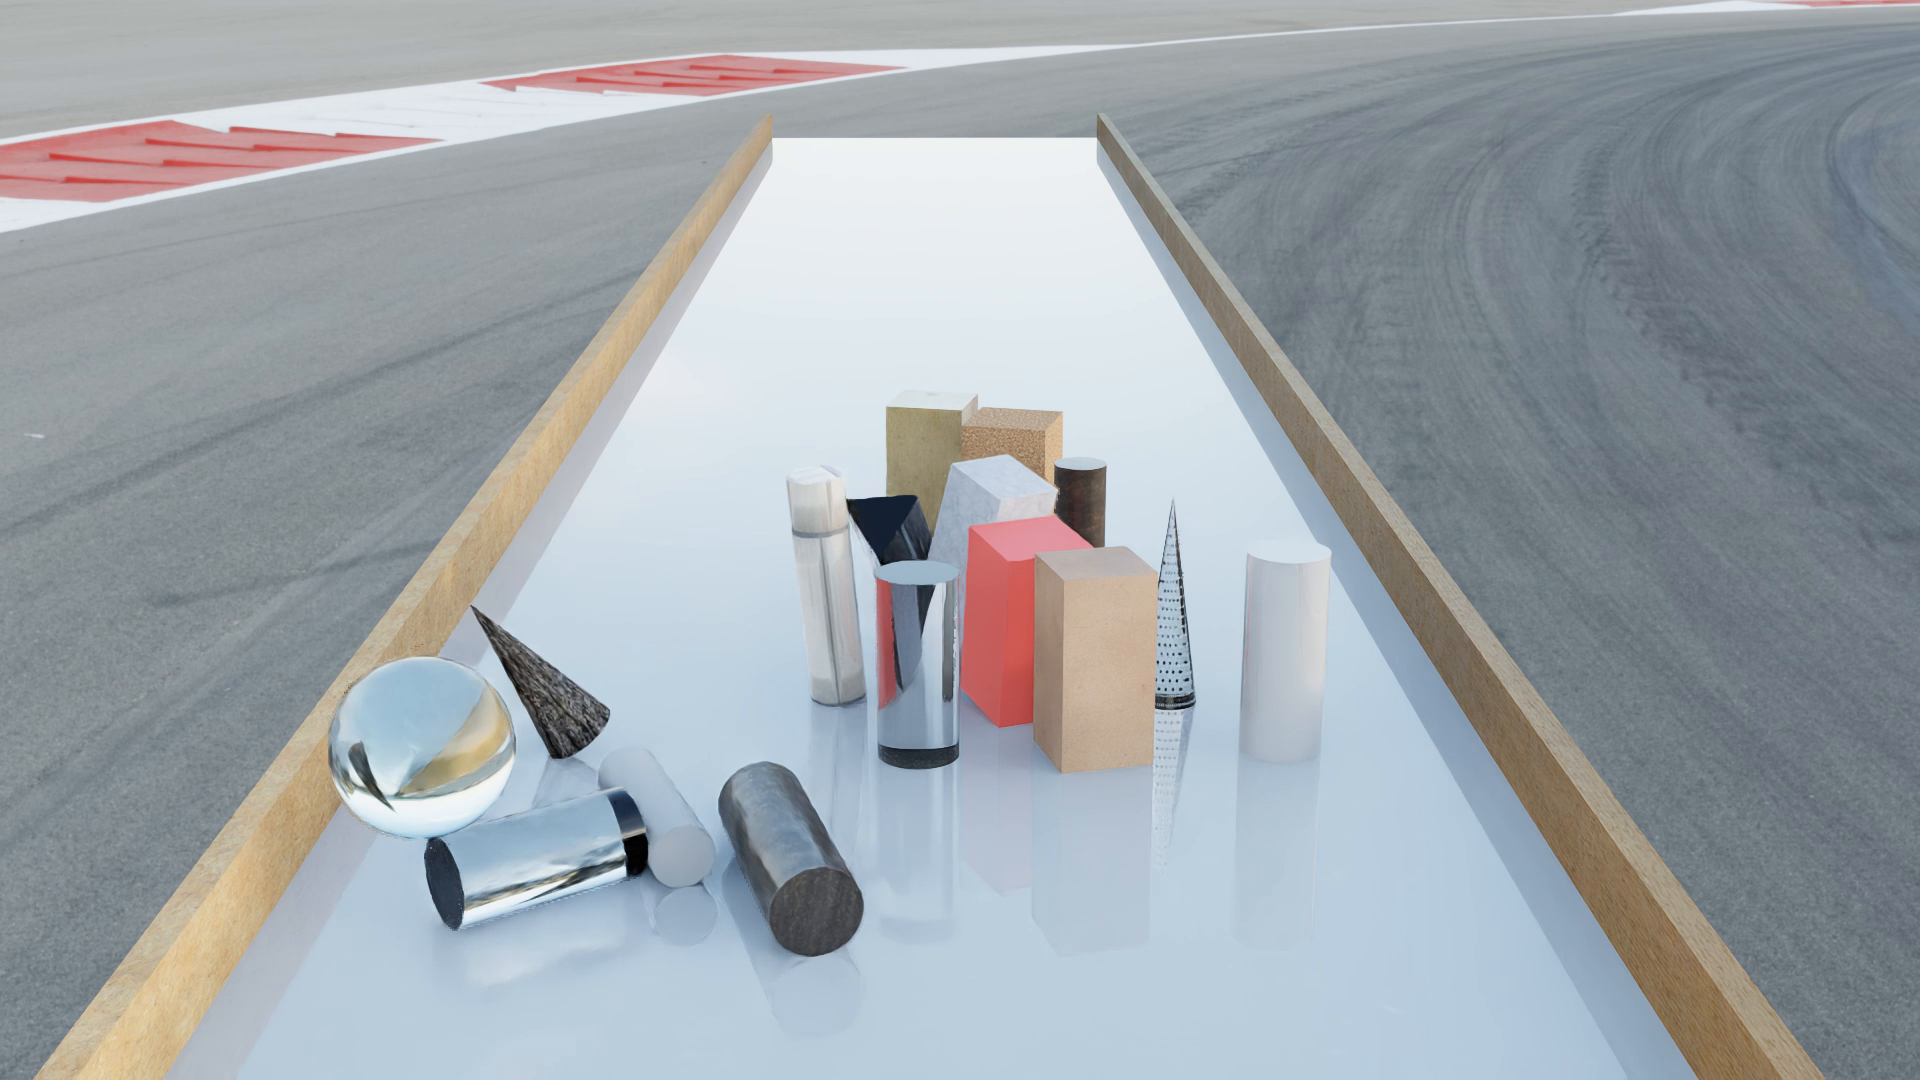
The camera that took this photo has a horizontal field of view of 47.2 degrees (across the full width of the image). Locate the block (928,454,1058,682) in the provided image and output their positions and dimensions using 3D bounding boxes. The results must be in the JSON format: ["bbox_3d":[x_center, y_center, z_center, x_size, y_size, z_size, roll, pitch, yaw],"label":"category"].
[{"bbox_3d":[0.039,0.056,4.265,0.147,0.409,0.147,-11,37,-41],"label":"block"}]

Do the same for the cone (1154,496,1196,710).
[{"bbox_3d":[0.396,0.110,4.142,0.111,0.409,0.111,0,17,0],"label":"cone"}]

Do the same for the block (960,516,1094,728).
[{"bbox_3d":[0.126,0.150,4.104,0.177,0.334,0.177,-7,25,-23],"label":"block"}]

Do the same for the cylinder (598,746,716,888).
[{"bbox_3d":[-0.494,0.443,3.556,0.104,0.104,0.356,-7,18,-21],"label":"cylinder"}]

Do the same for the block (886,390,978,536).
[{"bbox_3d":[-0.060,-0.107,4.857,0.168,0.416,0.168,4,17,12],"label":"block"}]

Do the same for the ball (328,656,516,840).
[{"bbox_3d":[-0.793,0.305,3.244,0.270,0.270,0.270,0,17,0],"label":"ball"}]

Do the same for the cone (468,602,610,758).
[{"bbox_3d":[-0.764,0.226,3.868,0.132,0.323,0.132,-27,27,16],"label":"cone"}]

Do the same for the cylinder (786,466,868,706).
[{"bbox_3d":[-0.250,0.088,4.136,0.107,0.445,0.107,-4,20,2],"label":"cylinder"}]

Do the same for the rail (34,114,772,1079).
[{"bbox_3d":[-1.118,-0.838,7.780,0.050,0.150,12.000,0,17,-1],"label":"rail"}]

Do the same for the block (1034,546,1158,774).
[{"bbox_3d":[0.238,0.210,3.899,0.170,0.355,0.170,-4,17,-15],"label":"block"}]

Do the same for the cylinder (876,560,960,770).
[{"bbox_3d":[-0.074,0.220,3.890,0.146,0.340,0.146,0,17,0],"label":"cylinder"}]

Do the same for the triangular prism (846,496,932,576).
[{"bbox_3d":[-0.099,0.049,4.288,0.121,0.452,0.140,-30,63,-6],"label":"triangular prism"}]

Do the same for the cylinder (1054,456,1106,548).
[{"bbox_3d":[0.236,0.044,4.369,0.103,0.405,0.103,0,17,0],"label":"cylinder"}]

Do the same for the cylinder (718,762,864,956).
[{"bbox_3d":[-0.264,0.480,3.366,0.140,0.140,0.415,-5,17,-15],"label":"cylinder"}]

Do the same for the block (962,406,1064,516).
[{"bbox_3d":[0.111,-0.051,4.656,0.177,0.424,0.177,4,17,14],"label":"block"}]

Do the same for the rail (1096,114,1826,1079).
[{"bbox_3d":[0.932,-0.844,7.801,0.050,0.150,12.000,0,17,-1],"label":"rail"}]

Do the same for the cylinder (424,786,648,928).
[{"bbox_3d":[-0.645,0.482,3.355,0.303,0.142,0.142,-12,21,-35],"label":"cylinder"}]

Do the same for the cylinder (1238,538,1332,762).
[{"bbox_3d":[0.577,0.196,3.917,0.149,0.370,0.149,0,17,0],"label":"cylinder"}]
